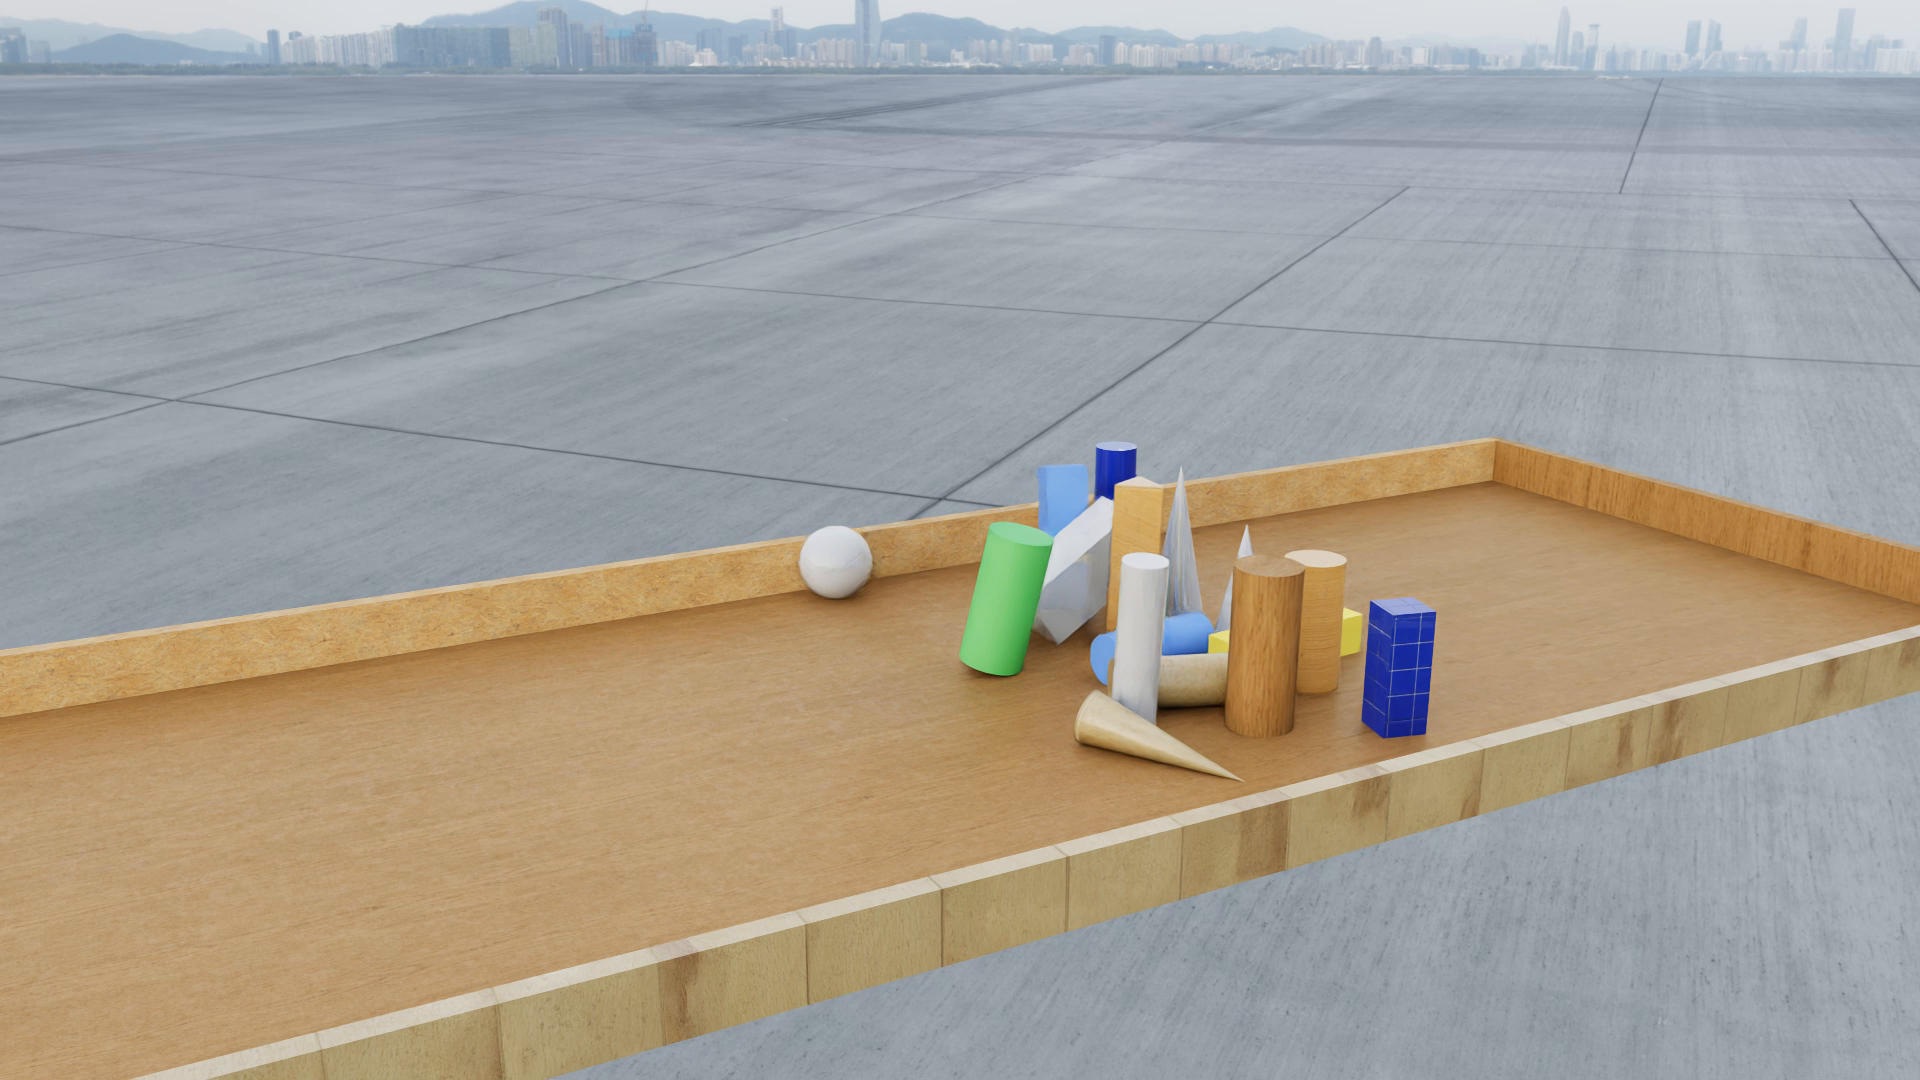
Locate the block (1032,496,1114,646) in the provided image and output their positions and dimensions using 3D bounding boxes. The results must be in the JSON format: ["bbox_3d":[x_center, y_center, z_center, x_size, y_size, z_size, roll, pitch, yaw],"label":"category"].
[{"bbox_3d":[0.326,0.081,4.465,0.378,0.167,0.167,-40,28,-11],"label":"block"}]

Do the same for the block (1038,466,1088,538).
[{"bbox_3d":[0.293,-0.005,4.629,0.117,0.403,0.117,-3,3,-9],"label":"block"}]

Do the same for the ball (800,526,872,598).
[{"bbox_3d":[-0.359,0.063,4.765,0.211,0.211,0.211,0,16,0],"label":"ball"}]

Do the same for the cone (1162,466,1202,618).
[{"bbox_3d":[0.610,-0.003,4.603,0.153,0.430,0.153,0,16,0],"label":"cone"}]

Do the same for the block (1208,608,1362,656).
[{"bbox_3d":[0.843,0.267,4.264,0.443,0.103,0.103,-11,19,-32],"label":"block"}]

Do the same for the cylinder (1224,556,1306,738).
[{"bbox_3d":[0.704,0.246,3.820,0.160,0.391,0.160,1,17,0],"label":"cylinder"}]

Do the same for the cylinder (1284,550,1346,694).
[{"bbox_3d":[0.871,0.203,4.082,0.148,0.329,0.148,0,16,0],"label":"cylinder"}]

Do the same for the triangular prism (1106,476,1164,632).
[{"bbox_3d":[0.463,0.058,4.373,0.126,0.440,0.109,3,16,6],"label":"triangular prism"}]

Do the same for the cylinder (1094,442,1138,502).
[{"bbox_3d":[0.455,-0.073,4.860,0.120,0.419,0.120,0,16,0],"label":"cylinder"}]

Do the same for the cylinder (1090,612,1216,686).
[{"bbox_3d":[0.491,0.275,4.187,0.309,0.132,0.132,-11,20,-33],"label":"cylinder"}]

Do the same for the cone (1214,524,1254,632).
[{"bbox_3d":[0.746,0.122,4.333,0.166,0.342,0.166,0,16,0],"label":"cone"}]

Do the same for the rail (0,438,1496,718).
[{"bbox_3d":[-3.305,0.497,3.399,12.000,0.150,0.050,-9,18,-27],"label":"rail"}]

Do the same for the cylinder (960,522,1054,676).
[{"bbox_3d":[0.116,0.148,4.178,0.166,0.352,0.166,12,17,-4],"label":"cylinder"}]

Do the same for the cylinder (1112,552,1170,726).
[{"bbox_3d":[0.412,0.240,3.796,0.108,0.411,0.108,2,20,-1],"label":"cylinder"}]

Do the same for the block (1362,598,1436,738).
[{"bbox_3d":[1.015,0.295,3.819,0.108,0.300,0.108,-4,17,-13],"label":"block"}]

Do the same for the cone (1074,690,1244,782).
[{"bbox_3d":[0.457,0.464,3.664,0.401,0.128,0.128,21,25,29],"label":"cone"}]

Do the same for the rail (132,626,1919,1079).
[{"bbox_3d":[-2.336,1.006,1.665,12.000,0.150,0.050,-9,18,-27],"label":"rail"}]

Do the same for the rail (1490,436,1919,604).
[{"bbox_3d":[2.466,-0.048,5.253,0.050,0.150,2.100,-9,18,-27],"label":"rail"}]

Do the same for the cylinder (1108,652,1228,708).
[{"bbox_3d":[0.560,0.339,3.980,0.391,0.126,0.126,-2,17,-7],"label":"cylinder"}]
